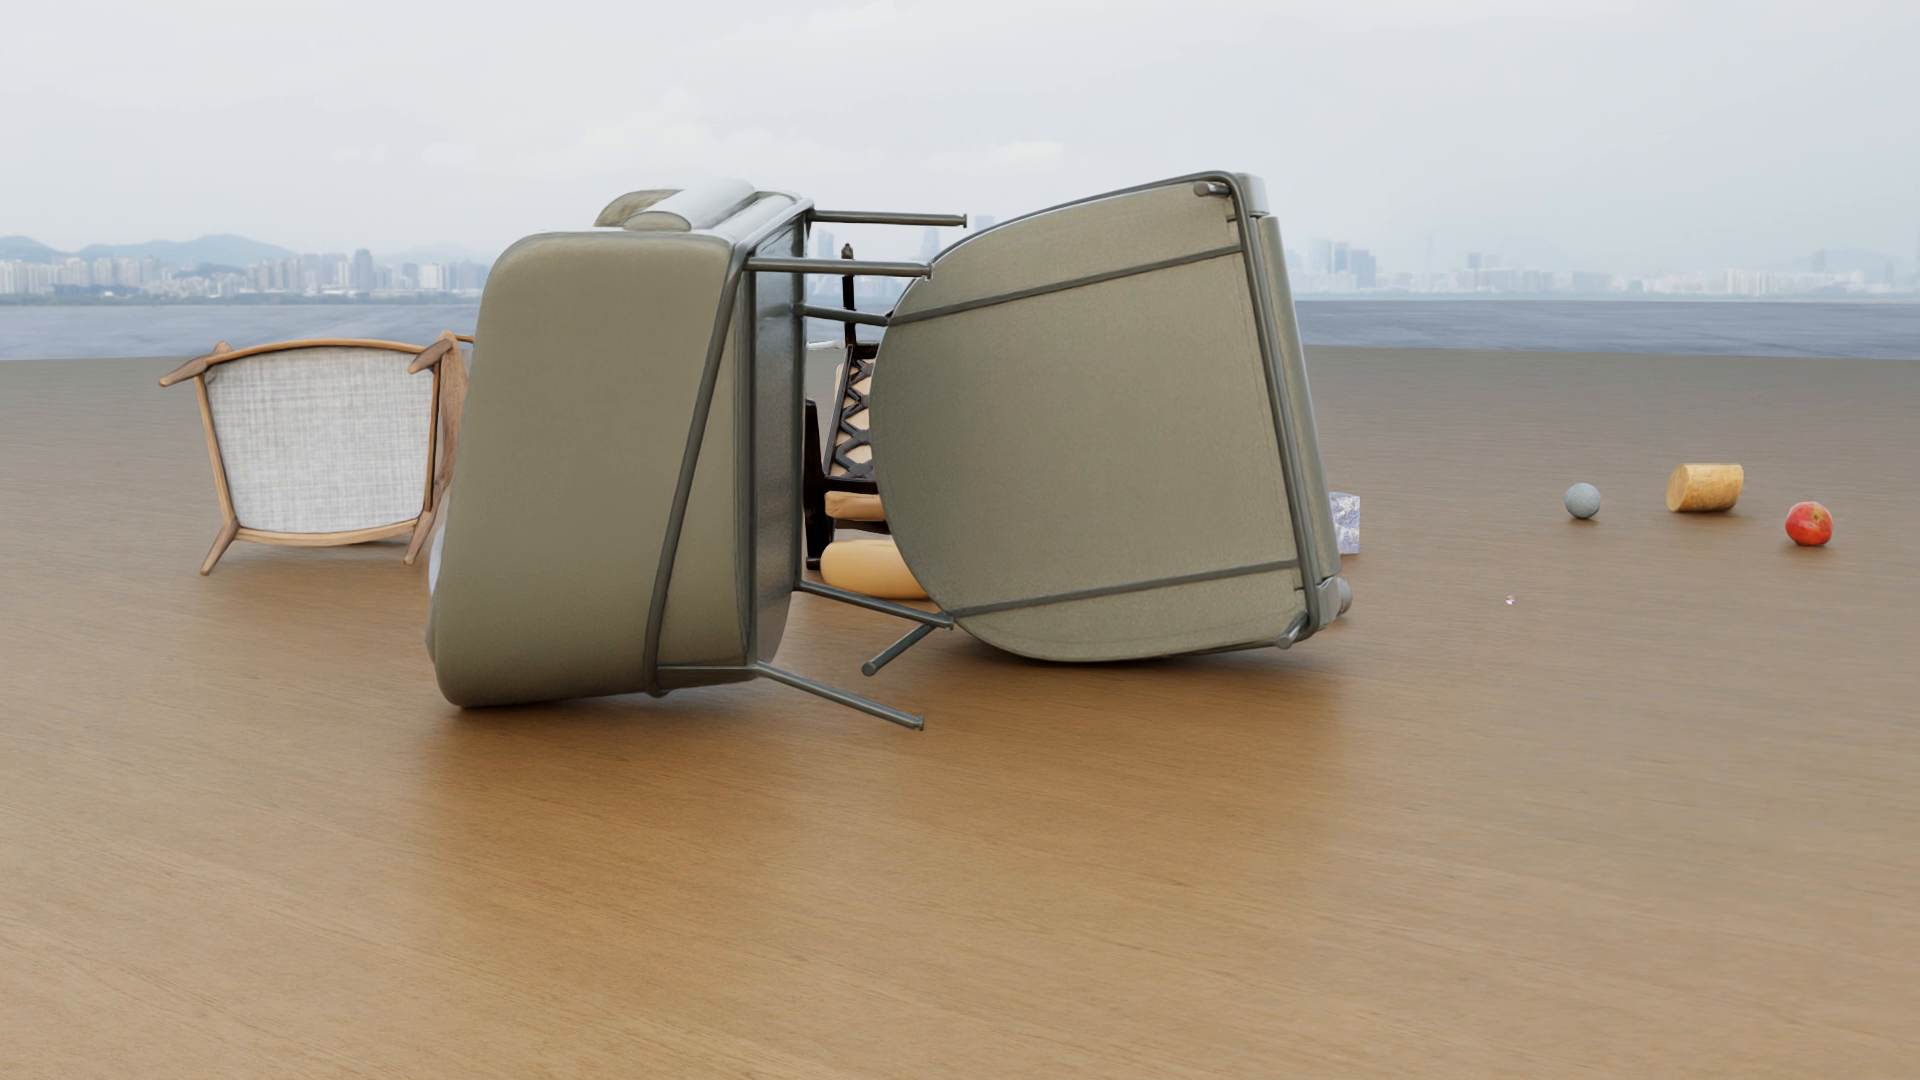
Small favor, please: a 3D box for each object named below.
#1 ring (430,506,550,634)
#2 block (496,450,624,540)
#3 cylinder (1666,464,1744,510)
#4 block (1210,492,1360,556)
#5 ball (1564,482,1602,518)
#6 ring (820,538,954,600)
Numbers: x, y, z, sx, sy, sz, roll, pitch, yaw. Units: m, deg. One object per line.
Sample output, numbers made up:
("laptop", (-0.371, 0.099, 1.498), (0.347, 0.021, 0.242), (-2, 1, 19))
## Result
("ring", (-0.872, 0.057, 4.755), (0.167, 0.238, 0.243), (5, 31, -34))
("block", (-1.019, -0.117, 6.548), (0.231, 0.205, 0.233), (-5, 8, -43))
("cylinder", (2.082, -0.146, 7.173), (0.158, 0.103, 0.172), (-1, -33, -7))
("block", (0.774, -0.039, 6.129), (0.328, 0.136, 0.136), (-1, 6, -12))
("ball", (1.693, -0.106, 6.972), (0.097, 0.097, 0.097), (0, 6, 0))
("ring", (-0.153, 0.061, 5.312), (0.334, 0.108, 0.172), (6, 6, 39))
